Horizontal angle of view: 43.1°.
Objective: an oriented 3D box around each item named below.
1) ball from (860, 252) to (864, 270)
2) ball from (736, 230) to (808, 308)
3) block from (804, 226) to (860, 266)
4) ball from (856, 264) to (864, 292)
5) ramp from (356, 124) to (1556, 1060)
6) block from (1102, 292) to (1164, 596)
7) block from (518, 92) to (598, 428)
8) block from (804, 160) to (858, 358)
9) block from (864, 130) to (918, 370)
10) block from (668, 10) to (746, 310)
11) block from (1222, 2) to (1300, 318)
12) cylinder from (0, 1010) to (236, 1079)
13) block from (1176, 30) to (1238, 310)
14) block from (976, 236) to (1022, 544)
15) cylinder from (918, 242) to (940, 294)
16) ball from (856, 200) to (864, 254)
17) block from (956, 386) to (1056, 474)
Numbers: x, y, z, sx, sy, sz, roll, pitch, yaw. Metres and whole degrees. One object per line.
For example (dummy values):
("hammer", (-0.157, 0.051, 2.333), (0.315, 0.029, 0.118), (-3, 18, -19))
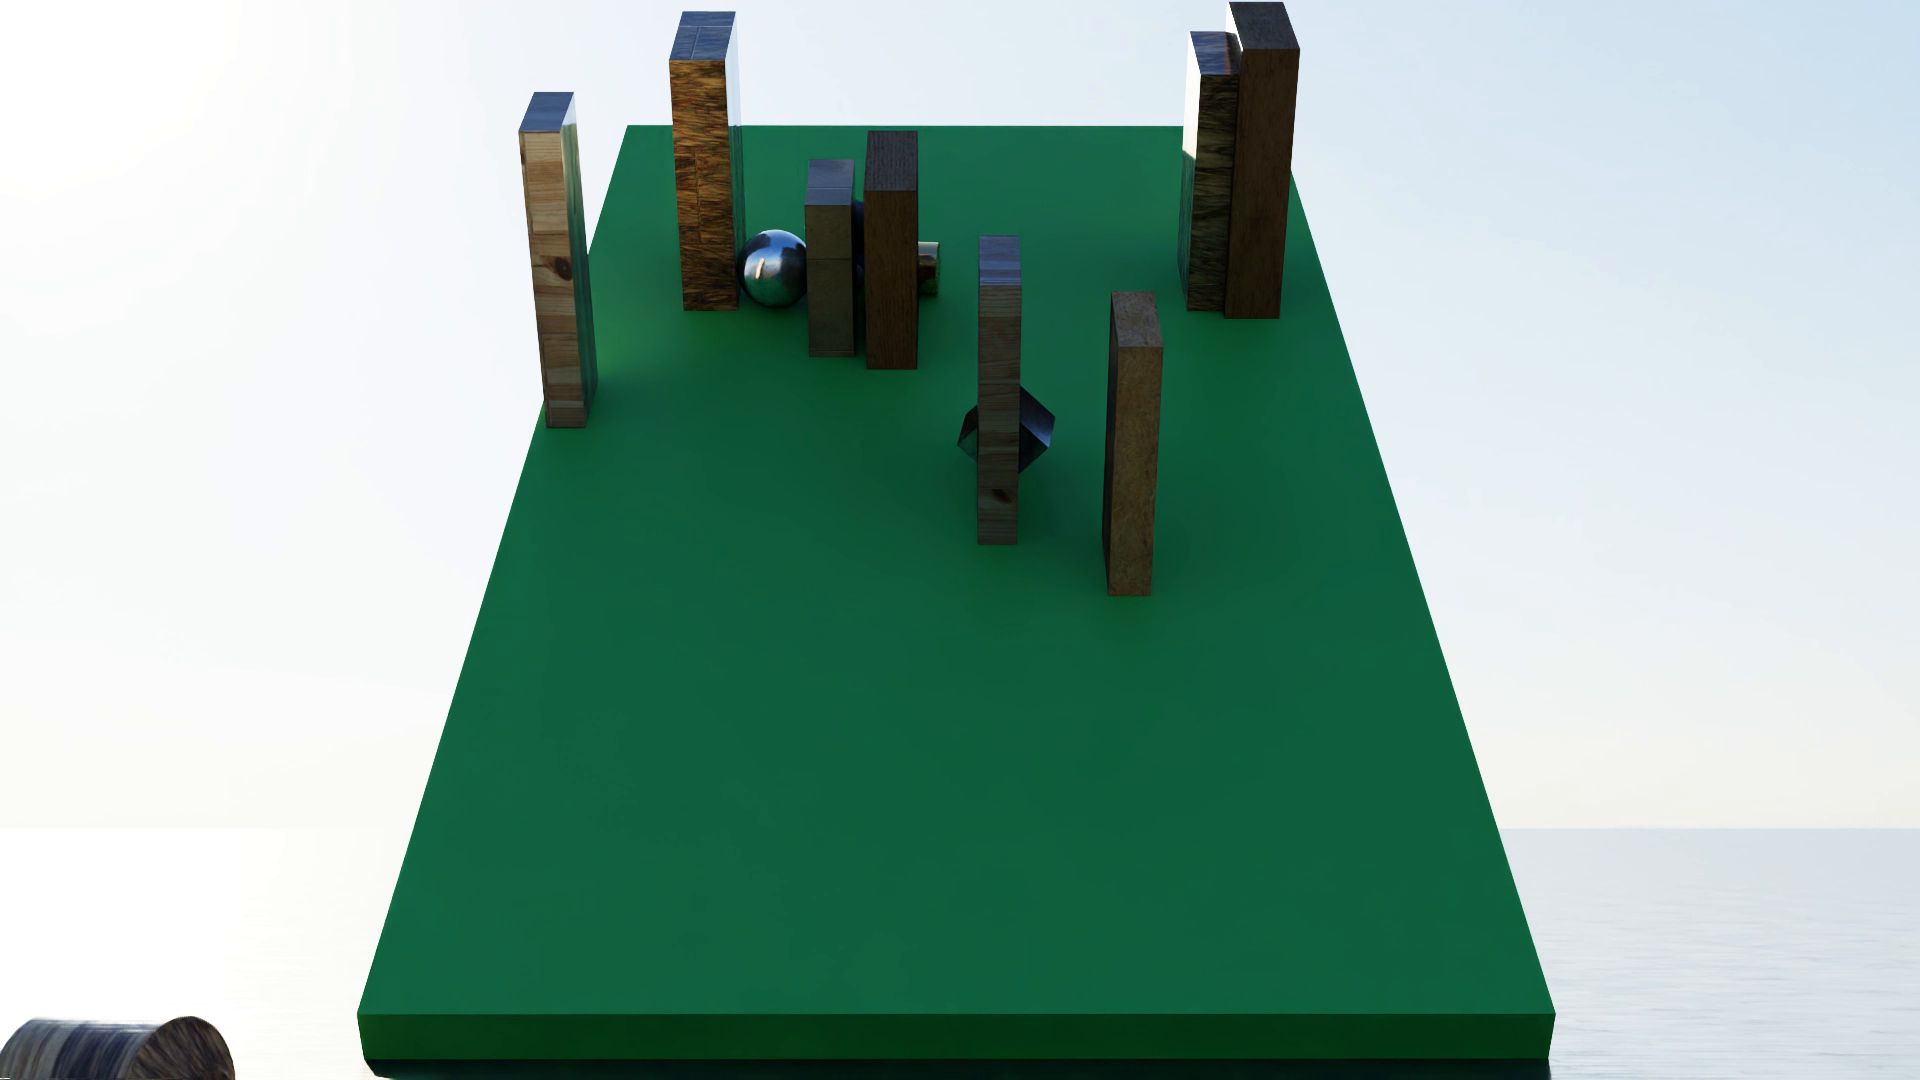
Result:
("ball", (-0.225, -0.772, 6.531), (0.115, 0.115, 0.115), (0, -7, 0))
("ball", (-0.480, -0.707, 6.336), (0.203, 0.203, 0.203), (0, -7, 0))
("block", (-0.341, -0.755, 6.487), (0.130, 0.130, 0.130), (-5, 31, -8))
("ball", (-0.308, -0.686, 6.393), (0.111, 0.111, 0.111), (0, -7, 0))
("ramp", (-0.014, -0.200, 5.792), (2.000, 0.100, 4.000), (0, 31, 0))
("block", (0.361, -0.200, 5.127), (0.089, 0.590, 0.260), (0, 31, 0))
("block", (-0.939, -0.652, 5.712), (0.093, 0.751, 0.247), (0, 31, 0))
("block", (-0.323, -0.713, 6.143), (0.113, 0.413, 0.290), (0, 31, 0))
("block", (-0.170, -0.730, 6.109), (0.126, 0.480, 0.386), (0, 31, 0))
("block", (-0.651, -0.987, 6.335), (0.139, 0.682, 0.371), (0, 31, 0))
("block", (0.759, -0.980, 6.287), (0.142, 0.730, 0.357), (0, 31, 0))
("cylinder", (-0.939, 0.619, 2.699), (0.186, 0.186, 0.186), (-3, -7, 22))
("block", (0.649, -0.959, 6.332), (0.111, 0.647, 0.320), (0, 31, 0))
("block", (0.083, -0.323, 5.294), (0.087, 0.626, 0.253), (0, 31, 0))
("cylinder", (-0.127, -0.720, 6.423), (0.138, 0.138, 0.138), (3, -6, 4))
("ball", (-0.292, -0.816, 6.338), (0.150, 0.150, 0.150), (0, -7, 0))
("block", (0.107, -0.250, 5.576), (0.148, 0.148, 0.148), (41, -62, -15))
